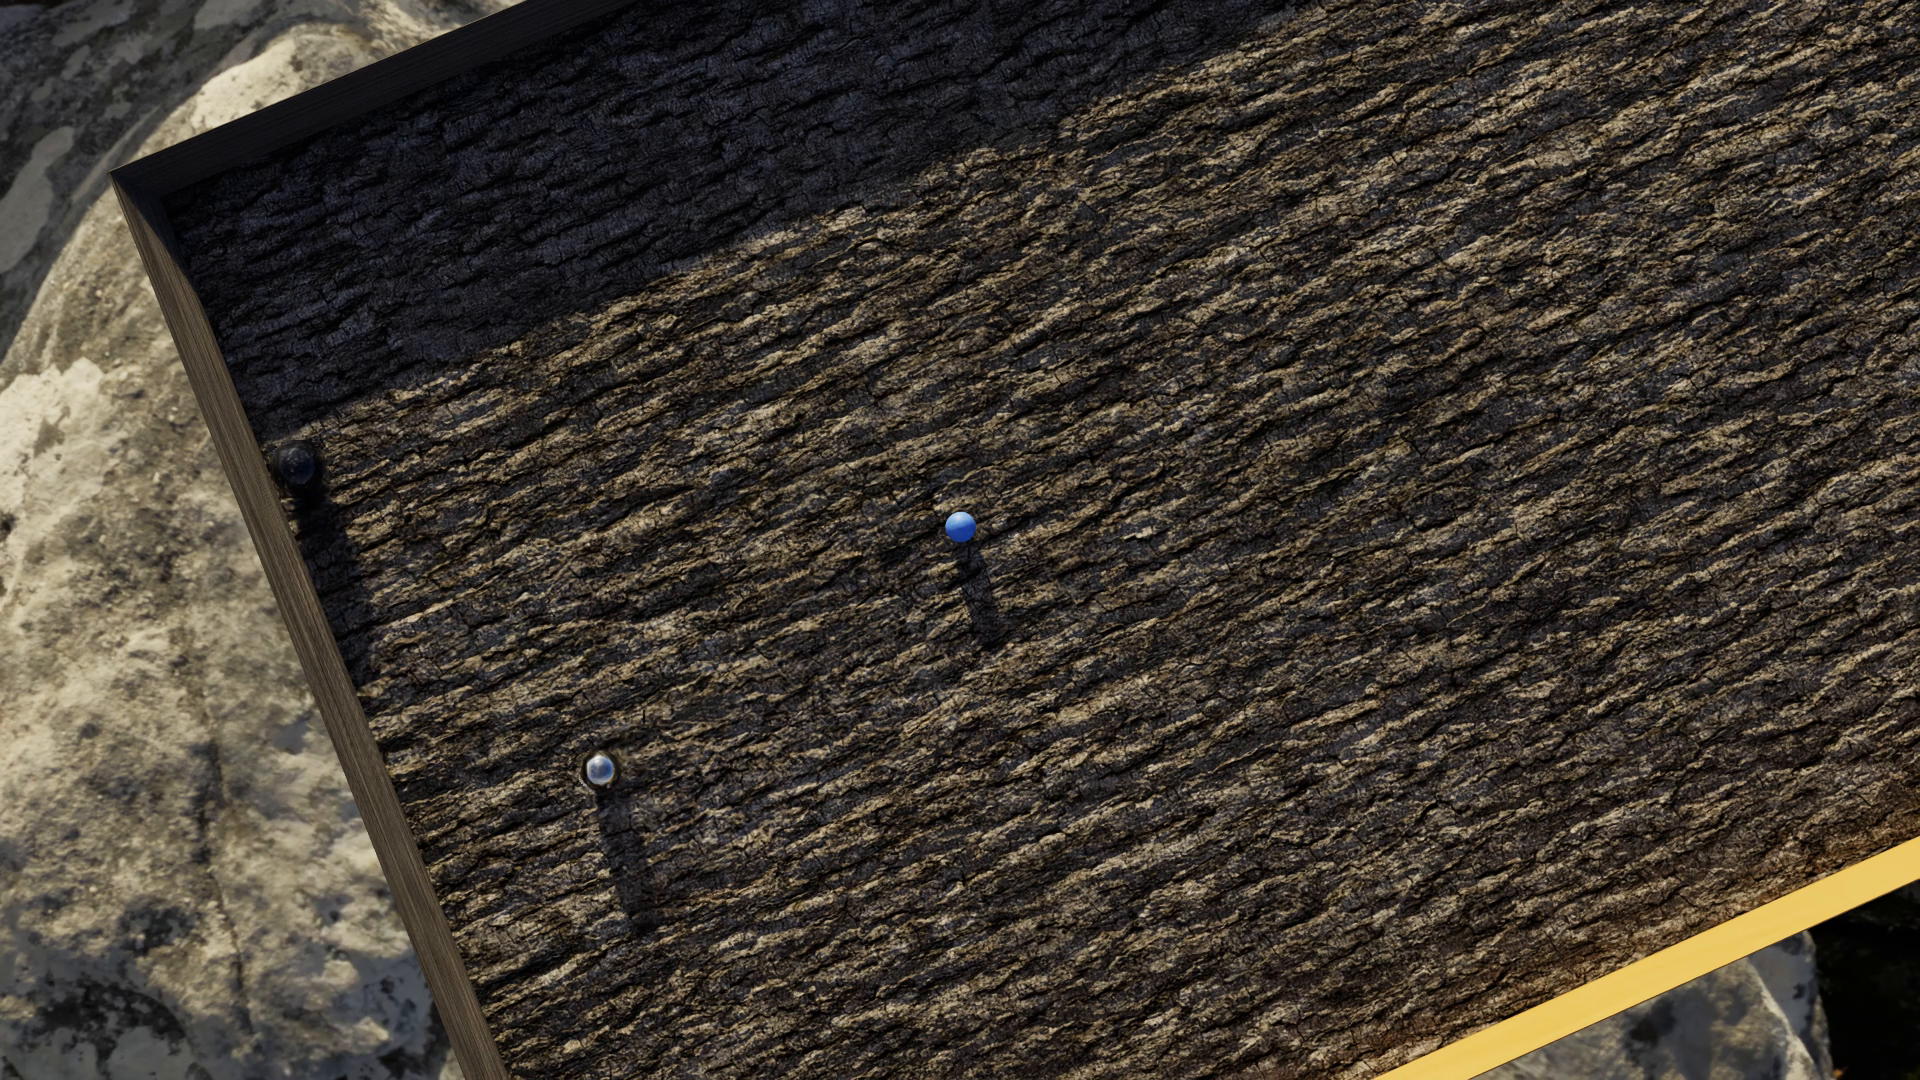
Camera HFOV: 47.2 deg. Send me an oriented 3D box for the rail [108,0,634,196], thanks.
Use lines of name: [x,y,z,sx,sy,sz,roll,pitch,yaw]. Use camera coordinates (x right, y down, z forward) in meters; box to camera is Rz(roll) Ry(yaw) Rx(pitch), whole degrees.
rail: [0.486,-1.262,3.394,3.789,0.102,0.045,-23,84,-3]

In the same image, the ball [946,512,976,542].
ball: [0.001,-0.019,3.272,0.046,0.046,0.046,0,83,0]

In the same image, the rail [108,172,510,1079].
rail: [-0.848,0.359,3.197,0.045,0.102,1.993,-23,84,-3]

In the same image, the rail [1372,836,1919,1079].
rail: [1.255,0.512,3.179,3.789,0.102,0.045,-23,84,-3]

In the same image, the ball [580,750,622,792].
ball: [-0.526,0.338,3.222,0.060,0.060,0.060,0,83,0]

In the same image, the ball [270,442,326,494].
ball: [-0.984,-0.107,3.266,0.078,0.078,0.078,0,83,0]
